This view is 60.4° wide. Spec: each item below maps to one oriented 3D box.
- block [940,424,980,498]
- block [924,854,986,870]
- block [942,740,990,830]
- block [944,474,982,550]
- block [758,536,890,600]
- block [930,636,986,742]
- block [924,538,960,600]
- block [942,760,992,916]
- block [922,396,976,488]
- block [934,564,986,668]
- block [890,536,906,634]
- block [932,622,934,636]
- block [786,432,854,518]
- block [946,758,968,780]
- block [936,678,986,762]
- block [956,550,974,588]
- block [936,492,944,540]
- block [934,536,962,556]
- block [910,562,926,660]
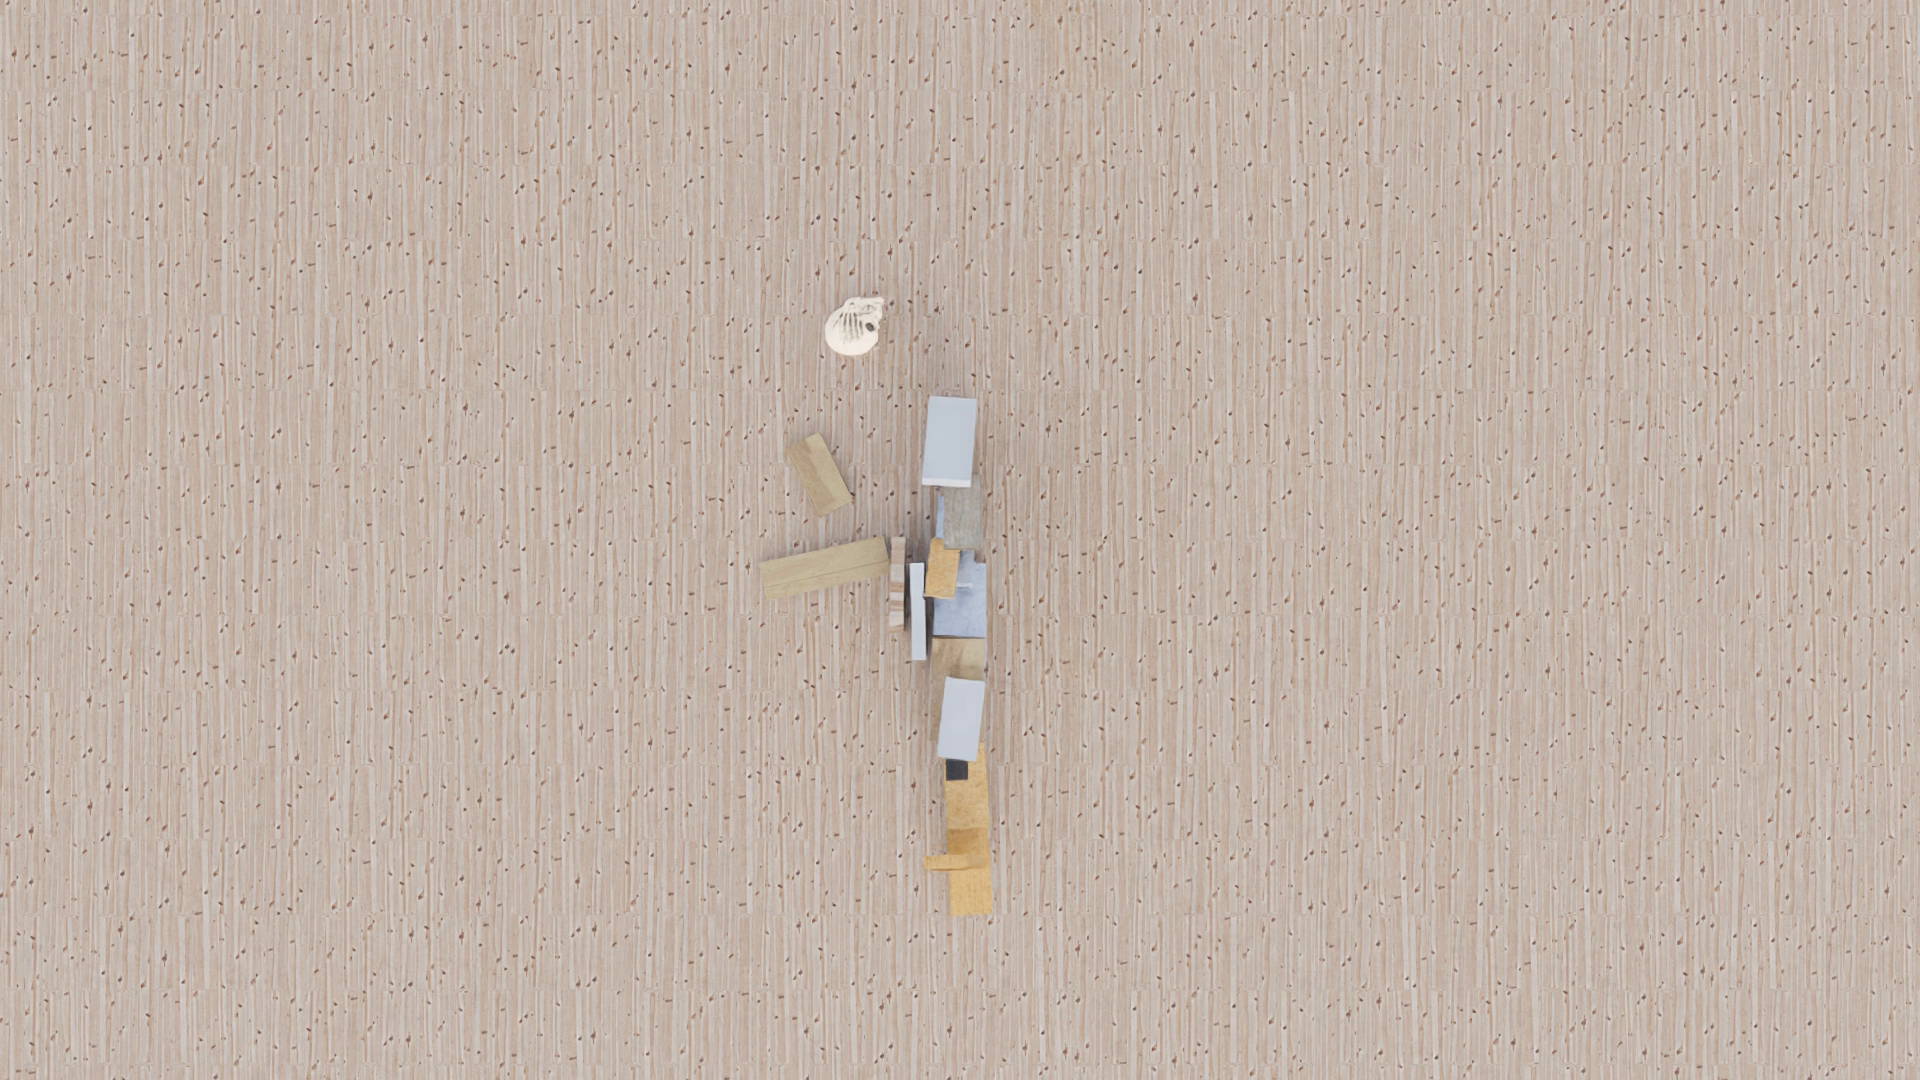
[{"bbox_3d":[0.000,-0.263,5.448,0.124,0.035,0.248,1,74,-1],"label":"block"},{"bbox_3d":[-0.013,1.039,5.312,0.138,0.276,0.039,-6,76,13],"label":"block"},{"bbox_3d":[0.020,0.807,5.439,0.138,0.039,0.276,-4,90,-2],"label":"block"},{"bbox_3d":[0.009,-0.092,5.366,0.124,0.035,0.248,1,78,-1],"label":"block"},{"bbox_3d":[-0.446,0.093,5.482,0.425,0.036,0.127,-12,90,0],"label":"block"},{"bbox_3d":[-0.007,0.484,5.361,0.171,0.048,0.342,2,99,0],"label":"block"},{"bbox_3d":[-0.056,0.093,5.352,0.096,0.027,0.192,7,71,-2],"label":"block"},{"bbox_3d":[0.025,0.962,5.480,0.138,0.039,0.559,-3,90,0],"label":"block"},{"bbox_3d":[-0.033,-0.324,5.406,0.157,0.044,0.314,4,62,1],"label":"block"},{"bbox_3d":[0.000,0.249,5.428,0.171,0.048,0.342,-1,80,0],"label":"block"},{"bbox_3d":[-0.203,0.147,5.421,0.044,0.157,0.314,1,90,0],"label":"block"},{"bbox_3d":[-0.005,0.439,5.451,0.171,0.048,0.342,1,82,0],"label":"block"},{"bbox_3d":[-0.466,-0.216,5.482,0.127,0.036,0.254,-26,90,0],"label":"block"},{"bbox_3d":[-0.011,0.698,5.297,0.071,0.020,0.142,-1,84,1],"label":"block"},{"bbox_3d":[0.004,0.575,5.286,0.127,0.036,0.254,6,78,2],"label":"block"},{"bbox_3d":[-0.004,0.068,5.423,0.096,0.027,0.192,2,54,2],"label":"block"},{"bbox_3d":[-0.010,-0.111,5.437,0.124,0.035,0.247,3,68,0],"label":"block"},{"bbox_3d":[-0.024,-0.045,5.445,0.096,0.027,0.192,12,66,4],"label":"block"},{"bbox_3d":[-0.137,0.231,5.421,0.044,0.157,0.314,-1,90,-1],"label":"block"}]
